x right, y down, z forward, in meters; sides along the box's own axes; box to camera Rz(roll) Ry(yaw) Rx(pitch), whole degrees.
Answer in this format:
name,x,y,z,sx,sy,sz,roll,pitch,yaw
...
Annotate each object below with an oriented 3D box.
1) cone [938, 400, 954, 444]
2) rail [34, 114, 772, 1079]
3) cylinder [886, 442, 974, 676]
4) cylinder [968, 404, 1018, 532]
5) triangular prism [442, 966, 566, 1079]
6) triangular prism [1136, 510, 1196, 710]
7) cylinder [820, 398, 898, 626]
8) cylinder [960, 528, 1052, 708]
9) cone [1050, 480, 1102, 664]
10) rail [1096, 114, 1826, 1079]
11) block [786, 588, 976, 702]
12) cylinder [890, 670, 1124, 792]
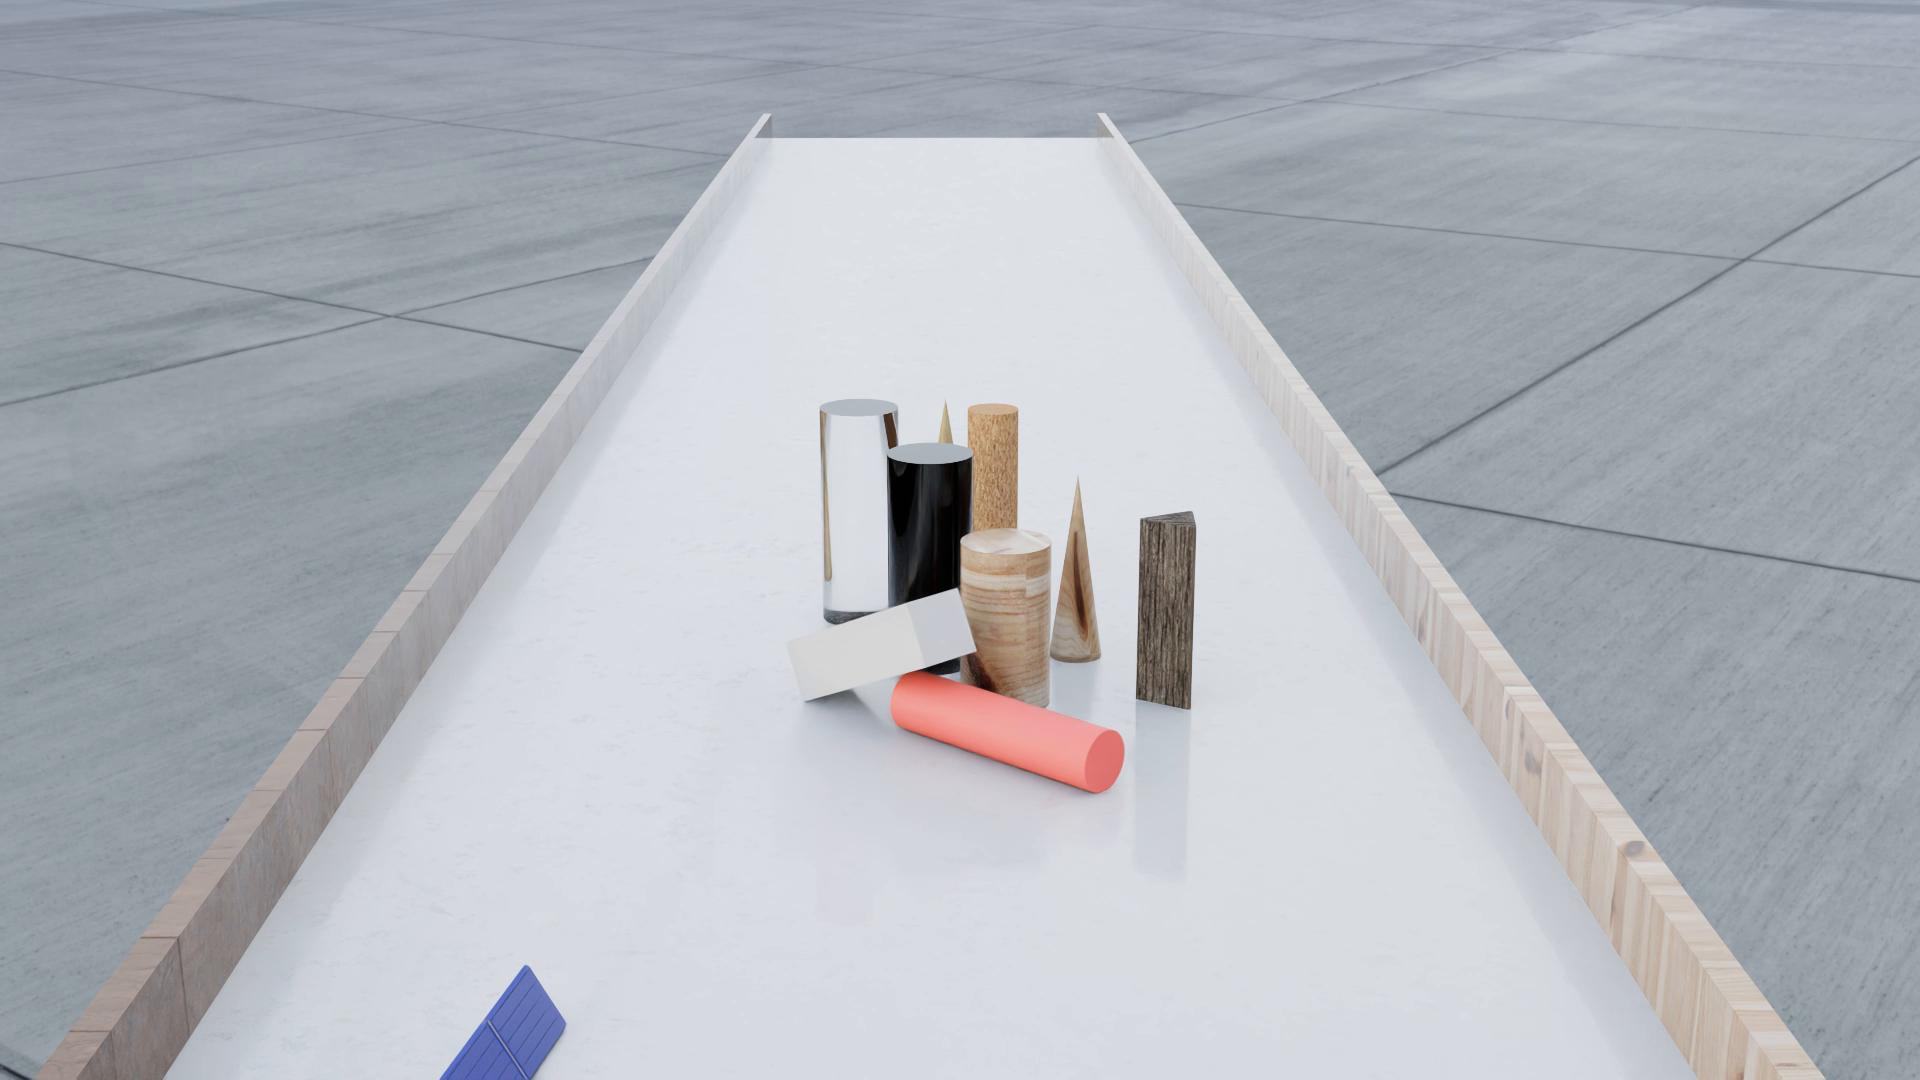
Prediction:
name,x,y,z,sx,sy,sz,roll,pitch,yaw
cone,-0.032,-0.112,4.869,0.138,0.418,0.138,0,17,0
rail,-1.118,-0.838,7.780,0.050,0.150,12.000,0,17,-1
cylinder,-0.058,0.037,4.348,0.170,0.430,0.170,0,17,0
cylinder,0.069,-0.057,4.629,0.106,0.449,0.106,0,17,0
triangular prism,-0.612,0.663,2.834,0.102,0.089,0.325,2,17,9
triangular prism,0.411,0.128,4.169,0.115,0.357,0.099,10,19,31
cylinder,-0.209,-0.057,4.621,0.165,0.454,0.165,0,17,0
cylinder,0.086,0.154,4.152,0.171,0.317,0.171,0,17,0
cone,0.233,0.050,4.395,0.106,0.379,0.106,0,17,0
rail,0.932,-0.844,7.801,0.050,0.150,12.000,0,17,-1
block,-0.152,0.197,4.068,0.119,0.119,0.410,-16,-2,-38
cylinder,0.079,0.335,3.904,0.453,0.111,0.111,14,22,40
